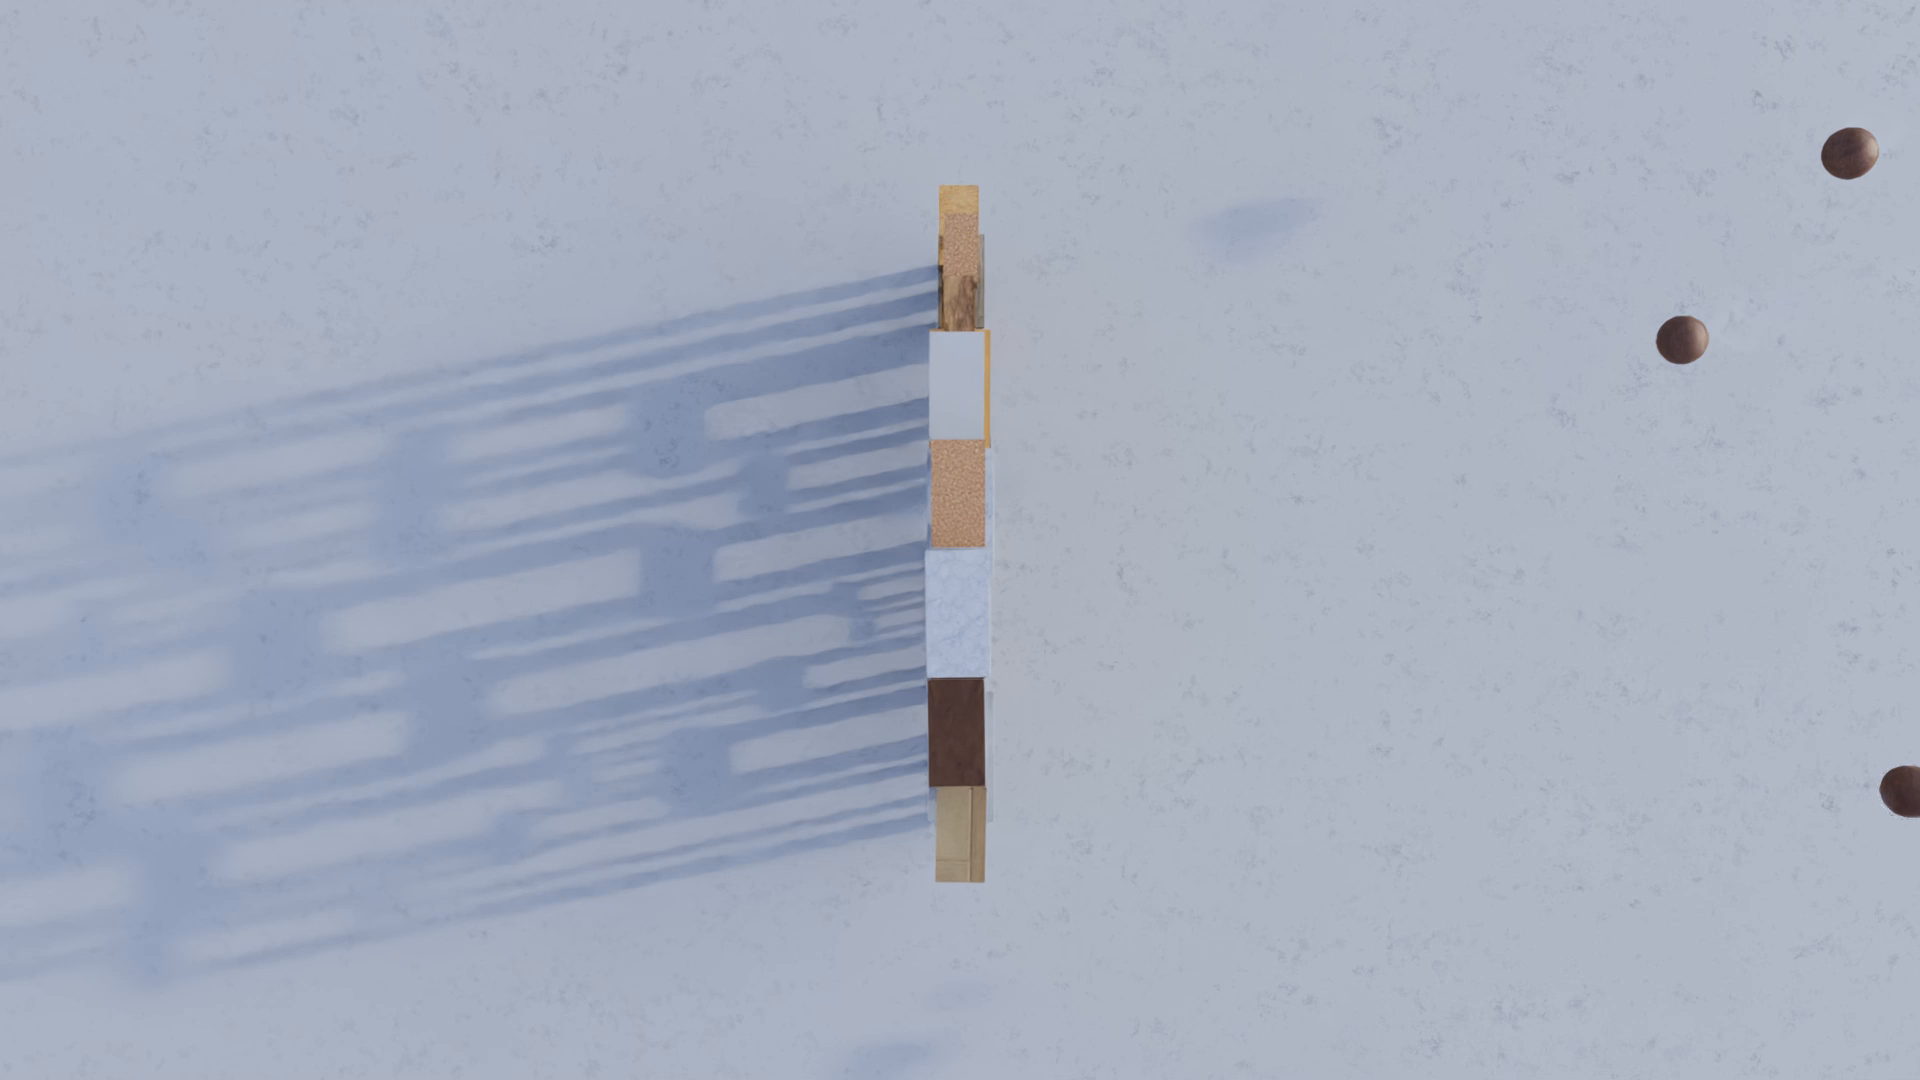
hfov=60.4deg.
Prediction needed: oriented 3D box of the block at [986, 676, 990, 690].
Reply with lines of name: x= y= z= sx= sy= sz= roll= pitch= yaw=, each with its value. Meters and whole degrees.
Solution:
block: x=-0.004 y=0.252 z=4.589 sx=0.172 sy=0.049 sz=0.344 roll=0 pitch=90 yaw=0

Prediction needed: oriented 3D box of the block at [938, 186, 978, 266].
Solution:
block: x=-0.003 y=-0.839 z=4.406 sx=0.106 sy=0.030 sz=0.212 roll=0 pitch=90 yaw=0

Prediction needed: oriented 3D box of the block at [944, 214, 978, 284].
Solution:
block: x=0.002 y=-0.743 z=4.204 sx=0.087 sy=0.025 sz=0.175 roll=1 pitch=90 yaw=0

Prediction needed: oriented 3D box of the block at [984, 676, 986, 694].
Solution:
block: x=-0.002 y=0.251 z=4.261 sx=0.142 sy=0.040 sz=0.284 roll=1 pitch=90 yaw=0

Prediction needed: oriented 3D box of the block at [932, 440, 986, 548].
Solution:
block: x=-0.004 y=-0.107 z=3.784 sx=0.123 sy=0.035 sz=0.247 roll=0 pitch=90 yaw=0

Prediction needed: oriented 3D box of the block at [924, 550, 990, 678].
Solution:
block: x=-0.006 y=0.166 z=3.739 sx=0.144 sy=0.041 sz=0.288 roll=-1 pitch=90 yaw=-1

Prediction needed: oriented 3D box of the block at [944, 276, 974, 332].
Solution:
block: x=-0.002 y=-0.578 z=4.086 sx=0.074 sy=0.021 sz=0.149 roll=-1 pitch=90 yaw=1

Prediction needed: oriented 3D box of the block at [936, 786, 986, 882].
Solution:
block: x=0.002 y=0.714 z=4.032 sx=0.121 sy=0.034 sz=0.241 roll=1 pitch=93 yaw=0

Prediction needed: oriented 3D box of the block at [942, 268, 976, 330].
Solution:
block: x=-0.003 y=-0.639 z=4.440 sx=0.090 sy=0.026 sz=0.181 roll=1 pitch=90 yaw=1

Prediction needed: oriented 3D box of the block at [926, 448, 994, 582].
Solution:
block: x=0.001 y=-0.062 z=4.071 sx=0.163 sy=0.046 sz=0.327 roll=0 pitch=90 yaw=0

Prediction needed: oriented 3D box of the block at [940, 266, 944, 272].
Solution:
block: x=-0.003 y=-0.768 z=4.528 sx=0.106 sy=0.212 sz=0.030 roll=0 pitch=90 yaw=0

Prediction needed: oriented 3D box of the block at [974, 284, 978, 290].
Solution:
block: x=0.002 y=-0.686 z=4.322 sx=0.087 sy=0.211 sz=0.025 roll=1 pitch=90 yaw=1

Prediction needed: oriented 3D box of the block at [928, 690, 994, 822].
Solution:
block: x=0.002 y=0.565 z=4.314 sx=0.168 sy=0.048 sz=0.337 roll=0 pitch=88 yaw=0

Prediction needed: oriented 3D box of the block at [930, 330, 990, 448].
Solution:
block: x=0.000 y=-0.386 z=4.267 sx=0.156 sy=0.044 sz=0.311 roll=0 pitch=90 yaw=0

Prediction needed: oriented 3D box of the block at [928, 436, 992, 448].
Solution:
block: x=0.000 y=-0.122 z=4.804 sx=0.180 sy=0.051 sz=0.360 roll=0 pitch=90 yaw=0

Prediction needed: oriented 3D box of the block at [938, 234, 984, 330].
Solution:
block: x=0.004 y=-0.728 z=4.652 sx=0.130 sy=0.037 sz=0.261 roll=0 pitch=90 yaw=0

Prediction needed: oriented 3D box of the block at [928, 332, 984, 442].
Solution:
block: x=-0.008 y=-0.367 z=3.964 sx=0.131 sy=0.037 sz=0.263 roll=0 pitch=90 yaw=0

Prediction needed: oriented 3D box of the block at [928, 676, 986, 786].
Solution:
block: x=-0.008 y=0.453 z=3.949 sx=0.135 sy=0.038 sz=0.269 roll=-1 pitch=88 yaw=0
